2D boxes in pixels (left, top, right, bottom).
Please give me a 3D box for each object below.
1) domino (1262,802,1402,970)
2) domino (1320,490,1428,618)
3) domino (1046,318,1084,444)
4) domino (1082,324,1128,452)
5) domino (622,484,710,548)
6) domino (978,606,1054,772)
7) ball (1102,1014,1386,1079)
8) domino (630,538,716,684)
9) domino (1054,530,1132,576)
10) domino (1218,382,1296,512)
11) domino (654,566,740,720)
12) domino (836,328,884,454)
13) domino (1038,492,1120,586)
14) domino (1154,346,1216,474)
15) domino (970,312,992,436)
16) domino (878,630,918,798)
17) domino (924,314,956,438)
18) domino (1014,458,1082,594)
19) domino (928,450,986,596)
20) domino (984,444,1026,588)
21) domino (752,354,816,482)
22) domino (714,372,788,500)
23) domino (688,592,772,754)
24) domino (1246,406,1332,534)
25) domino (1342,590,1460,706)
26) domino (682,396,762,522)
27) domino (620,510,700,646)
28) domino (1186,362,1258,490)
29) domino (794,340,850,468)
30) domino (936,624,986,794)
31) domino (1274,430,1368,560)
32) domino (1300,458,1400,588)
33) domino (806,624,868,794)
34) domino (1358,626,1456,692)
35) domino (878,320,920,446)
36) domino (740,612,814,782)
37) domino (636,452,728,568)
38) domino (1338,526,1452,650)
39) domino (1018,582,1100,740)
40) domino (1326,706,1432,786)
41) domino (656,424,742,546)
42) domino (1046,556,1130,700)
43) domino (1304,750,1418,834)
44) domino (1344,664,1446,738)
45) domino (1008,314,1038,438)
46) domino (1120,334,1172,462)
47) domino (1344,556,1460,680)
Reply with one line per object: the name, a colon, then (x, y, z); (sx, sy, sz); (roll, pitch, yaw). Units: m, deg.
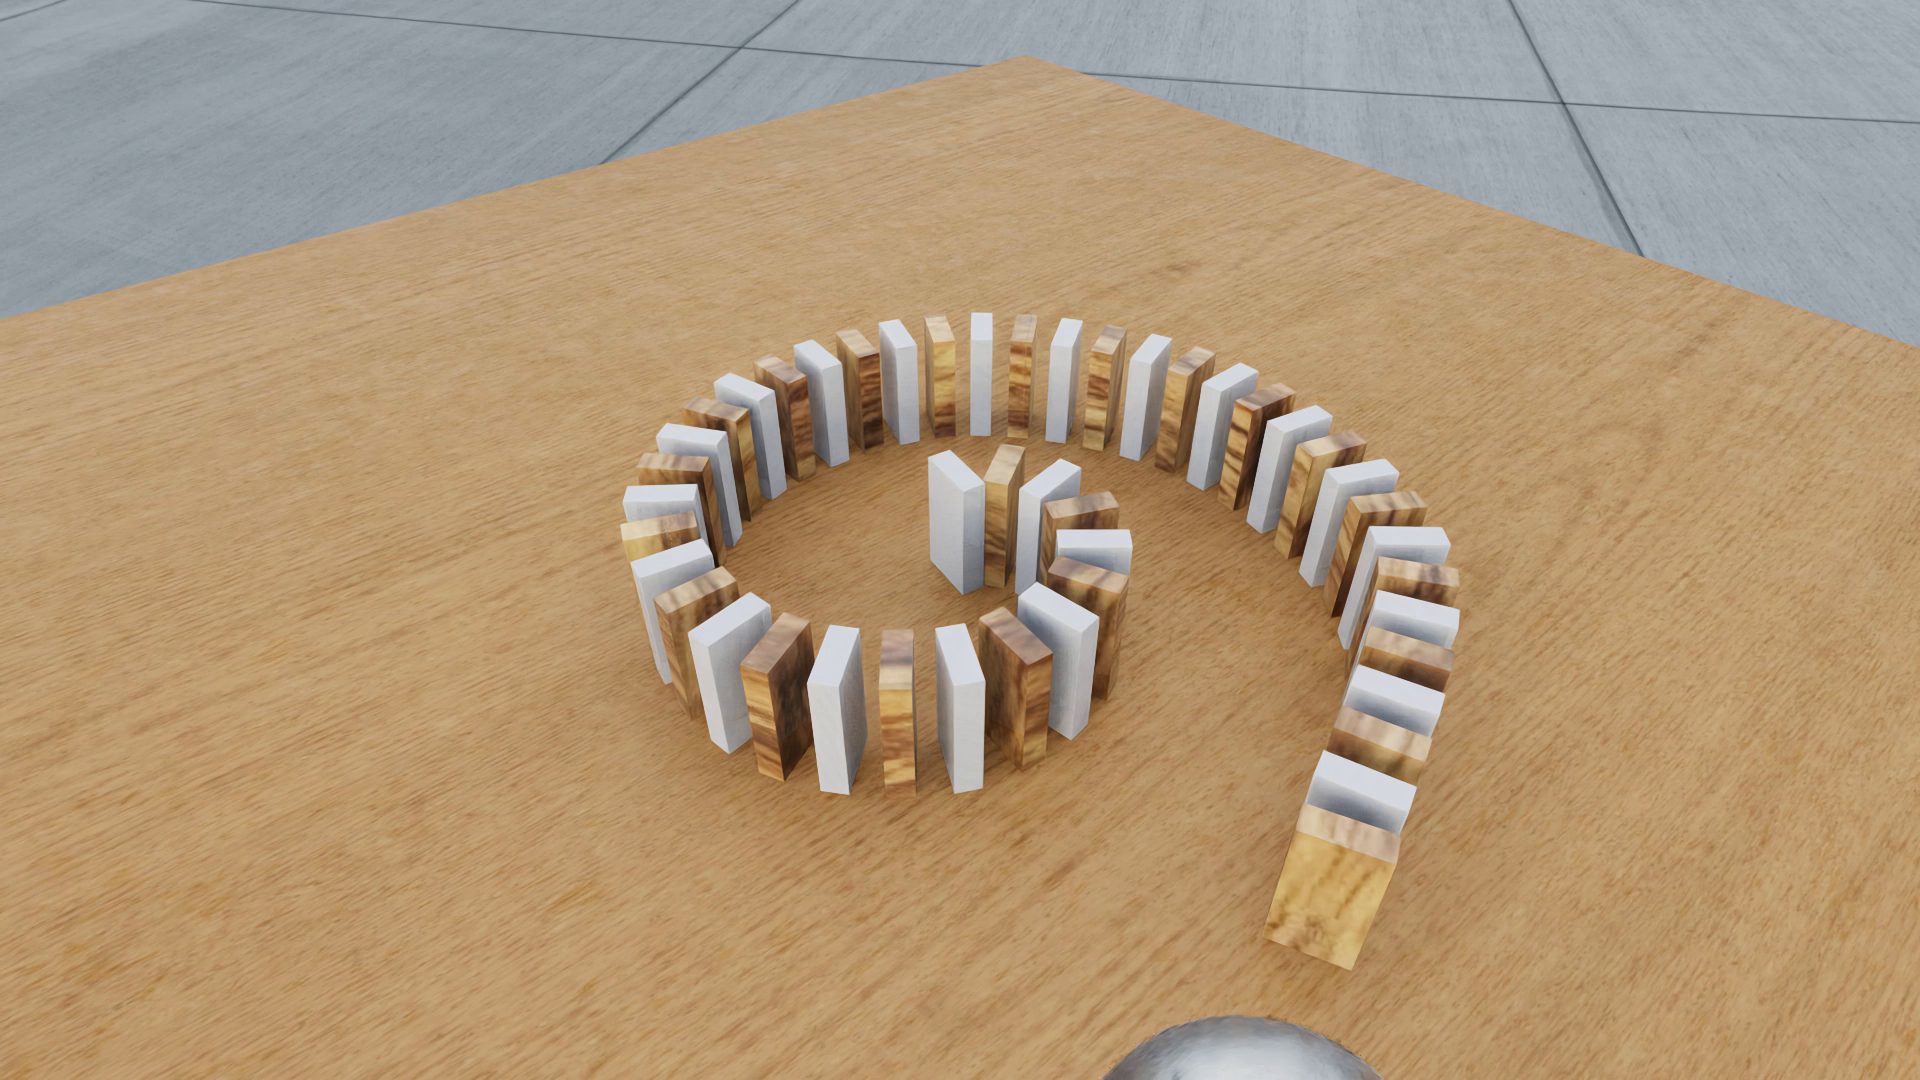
domino: (0.099, 0.094, 0.297); (0.025, 0.050, 0.009); (16, 42, 19)
domino: (0.152, 0.006, 0.404); (0.025, 0.050, 0.009); (-6, 40, -7)
domino: (0.047, -0.072, 0.499); (0.009, 0.050, 0.025); (10, 40, 12)
domino: (0.065, -0.068, 0.495); (0.010, 0.050, 0.025); (14, 41, 17)
domino: (-0.107, 0.003, 0.408); (0.025, 0.050, 0.009); (-2, 39, -2)
domino: (0.017, 0.048, 0.352); (0.010, 0.050, 0.025); (-24, 45, -26)
ball: (0.059, 0.138, 0.219); (0.080, 0.080, 0.080); (0, 39, 0)
domino: (-0.096, 0.025, 0.381); (0.025, 0.050, 0.010); (-20, 43, -23)
domino: (0.046, 0.019, 0.389); (0.025, 0.050, 0.009); (0, 39, 0)
domino: (0.123, -0.038, 0.458); (0.025, 0.050, 0.009); (-23, 45, -26)
domino: (-0.085, 0.035, 0.369); (0.025, 0.050, 0.009); (-27, 47, -29)
domino: (-0.045, -0.066, 0.492); (0.009, 0.050, 0.025); (-19, 43, -22)
domino: (0.043, 0.007, 0.403); (0.025, 0.050, 0.010); (-10, 40, -12)
domino: (0.098, -0.056, 0.480); (0.010, 0.050, 0.025); (26, 46, 29)
domino: (0.010, -0.076, 0.504); (0.009, 0.050, 0.025); (1, 39, 1)
domino: (-0.019, 0.055, 0.345); (0.009, 0.050, 0.025); (0, 39, 0)
domino: (-0.009, -0.075, 0.503); (0.009, 0.050, 0.025); (-7, 40, -8)
domino: (0.033, -0.003, 0.415); (0.010, 0.050, 0.025); (28, 47, 30)
domino: (-0.001, -0.006, 0.419); (0.010, 0.050, 0.025); (-21, 44, -24)
domino: (0.016, -0.009, 0.422); (0.009, 0.050, 0.025); (11, 41, 13)
domino: (-0.076, -0.052, 0.475); (0.010, 0.050, 0.025); (-31, 48, -32)
domino: (-0.088, -0.043, 0.464); (0.025, 0.050, 0.009); (24, 45, 26)
domino: (-0.072, 0.044, 0.358); (0.009, 0.050, 0.025); (29, 47, 31)
domino: (0.133, -0.028, 0.446); (0.025, 0.050, 0.009); (-19, 43, -21)
domino: (0.144, 0.041, 0.361); (0.025, 0.050, 0.010); (14, 41, 17)
domino: (-0.097, -0.033, 0.451); (0.025, 0.050, 0.009); (15, 42, 17)
domino: (-0.104, 0.014, 0.394); (0.025, 0.050, 0.009); (-12, 41, -14)
domino: (0.112, -0.048, 0.470); (0.025, 0.050, 0.010); (-29, 47, -31)
domino: (-0.061, -0.060, 0.485); (0.009, 0.050, 0.025); (-24, 45, -27)
domino: (0.000, 0.053, 0.346); (0.010, 0.050, 0.025); (-9, 40, -10)
domino: (0.141, -0.017, 0.433); (0.025, 0.050, 0.009); (-15, 42, -17)
domino: (0.147, -0.006, 0.419); (0.025, 0.050, 0.009); (-10, 40, -12)
domino: (-0.038, 0.054, 0.346); (0.009, 0.050, 0.025); (6, 40, 8)
domino: (0.136, 0.052, 0.348); (0.025, 0.050, 0.010); (17, 42, 20)
domino: (-0.027, -0.071, 0.498); (0.010, 0.050, 0.025); (-14, 41, -16)
domino: (-0.056, 0.050, 0.350); (0.009, 0.050, 0.025); (16, 42, 18)
domino: (-0.106, -0.009, 0.423); (0.025, 0.050, 0.010); (4, 39, 5)
domino: (0.153, 0.018, 0.390); (0.025, 0.050, 0.009); (1, 39, 1)
domino: (0.031, 0.040, 0.362); (0.025, 0.050, 0.009); (29, 48, 31)
domino: (0.118, 0.073, 0.322); (0.025, 0.050, 0.009); (20, 43, 23)
domino: (-0.103, -0.021, 0.438); (0.025, 0.050, 0.010); (9, 40, 11)
domino: (0.042, 0.031, 0.374); (0.025, 0.050, 0.010); (17, 42, 20)
domino: (0.108, 0.084, 0.309); (0.025, 0.050, 0.009); (20, 43, 23)
domino: (0.127, 0.063, 0.335); (0.025, 0.050, 0.010); (19, 43, 22)
domino: (0.029, -0.074, 0.502); (0.009, 0.050, 0.025); (6, 40, 7)
domino: (0.082, -0.063, 0.488); (0.010, 0.050, 0.025); (19, 43, 22)
domino: (0.150, 0.030, 0.375); (0.025, 0.050, 0.010); (10, 40, 12)
